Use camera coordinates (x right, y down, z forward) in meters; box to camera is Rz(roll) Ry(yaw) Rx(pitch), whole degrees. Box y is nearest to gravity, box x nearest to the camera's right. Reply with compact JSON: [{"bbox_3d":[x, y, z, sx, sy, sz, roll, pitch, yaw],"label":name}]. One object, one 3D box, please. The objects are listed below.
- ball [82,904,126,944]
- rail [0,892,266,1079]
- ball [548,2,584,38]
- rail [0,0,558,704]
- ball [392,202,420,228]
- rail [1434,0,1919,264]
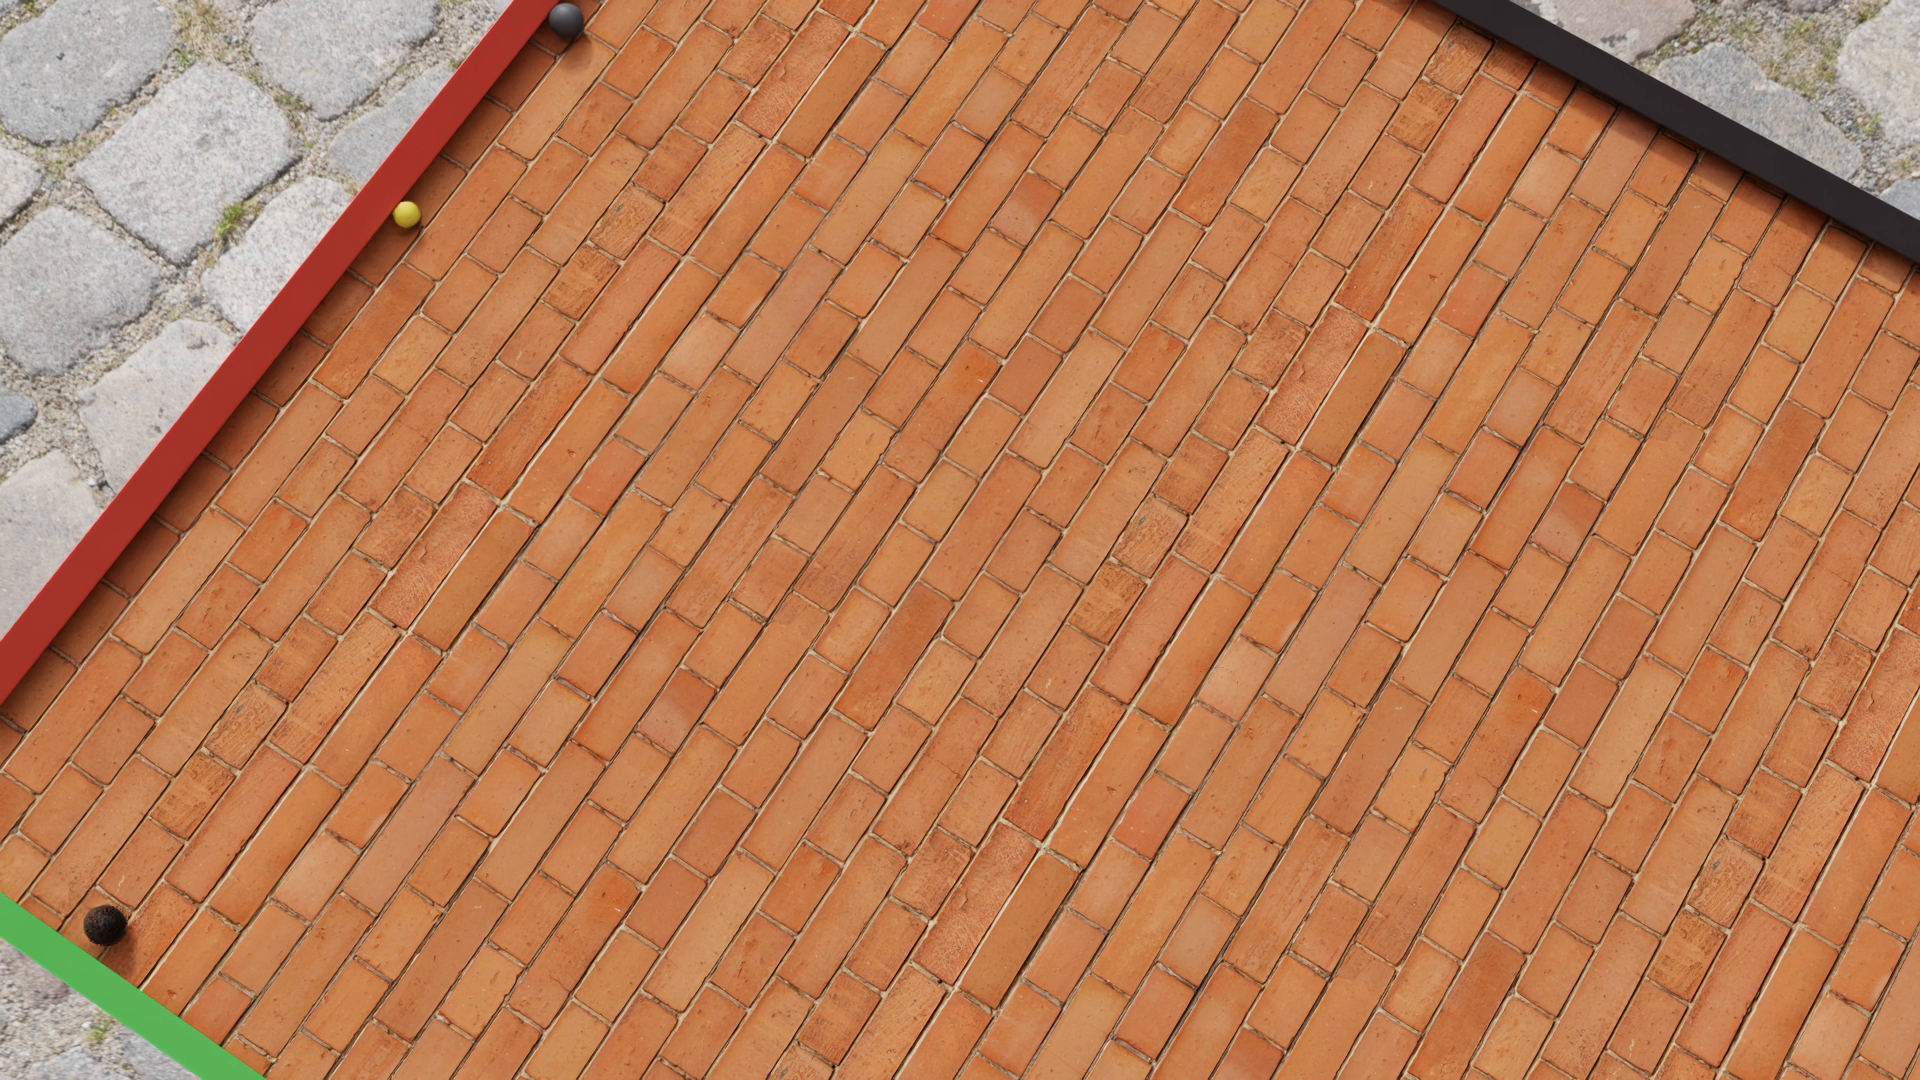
[{"bbox_3d":[-1.253,0.563,3.220,0.059,0.059,0.059,0,72,0],"label":"ball"},{"bbox_3d":[0.271,1.568,2.890,4.478,0.077,0.045,31,75,9],"label":"rail"},{"bbox_3d":[-0.658,-0.868,3.676,0.058,0.058,0.058,0,72,0],"label":"ball"},{"bbox_3d":[-0.922,-0.568,3.570,0.045,0.077,2.532,31,75,9],"label":"rail"},{"bbox_3d":[-0.900,-0.529,3.576,0.043,0.043,0.043,0,72,0],"label":"ball"},{"bbox_3d":[1.613,-0.425,3.525,4.478,0.077,0.045,31,75,9],"label":"rail"}]
